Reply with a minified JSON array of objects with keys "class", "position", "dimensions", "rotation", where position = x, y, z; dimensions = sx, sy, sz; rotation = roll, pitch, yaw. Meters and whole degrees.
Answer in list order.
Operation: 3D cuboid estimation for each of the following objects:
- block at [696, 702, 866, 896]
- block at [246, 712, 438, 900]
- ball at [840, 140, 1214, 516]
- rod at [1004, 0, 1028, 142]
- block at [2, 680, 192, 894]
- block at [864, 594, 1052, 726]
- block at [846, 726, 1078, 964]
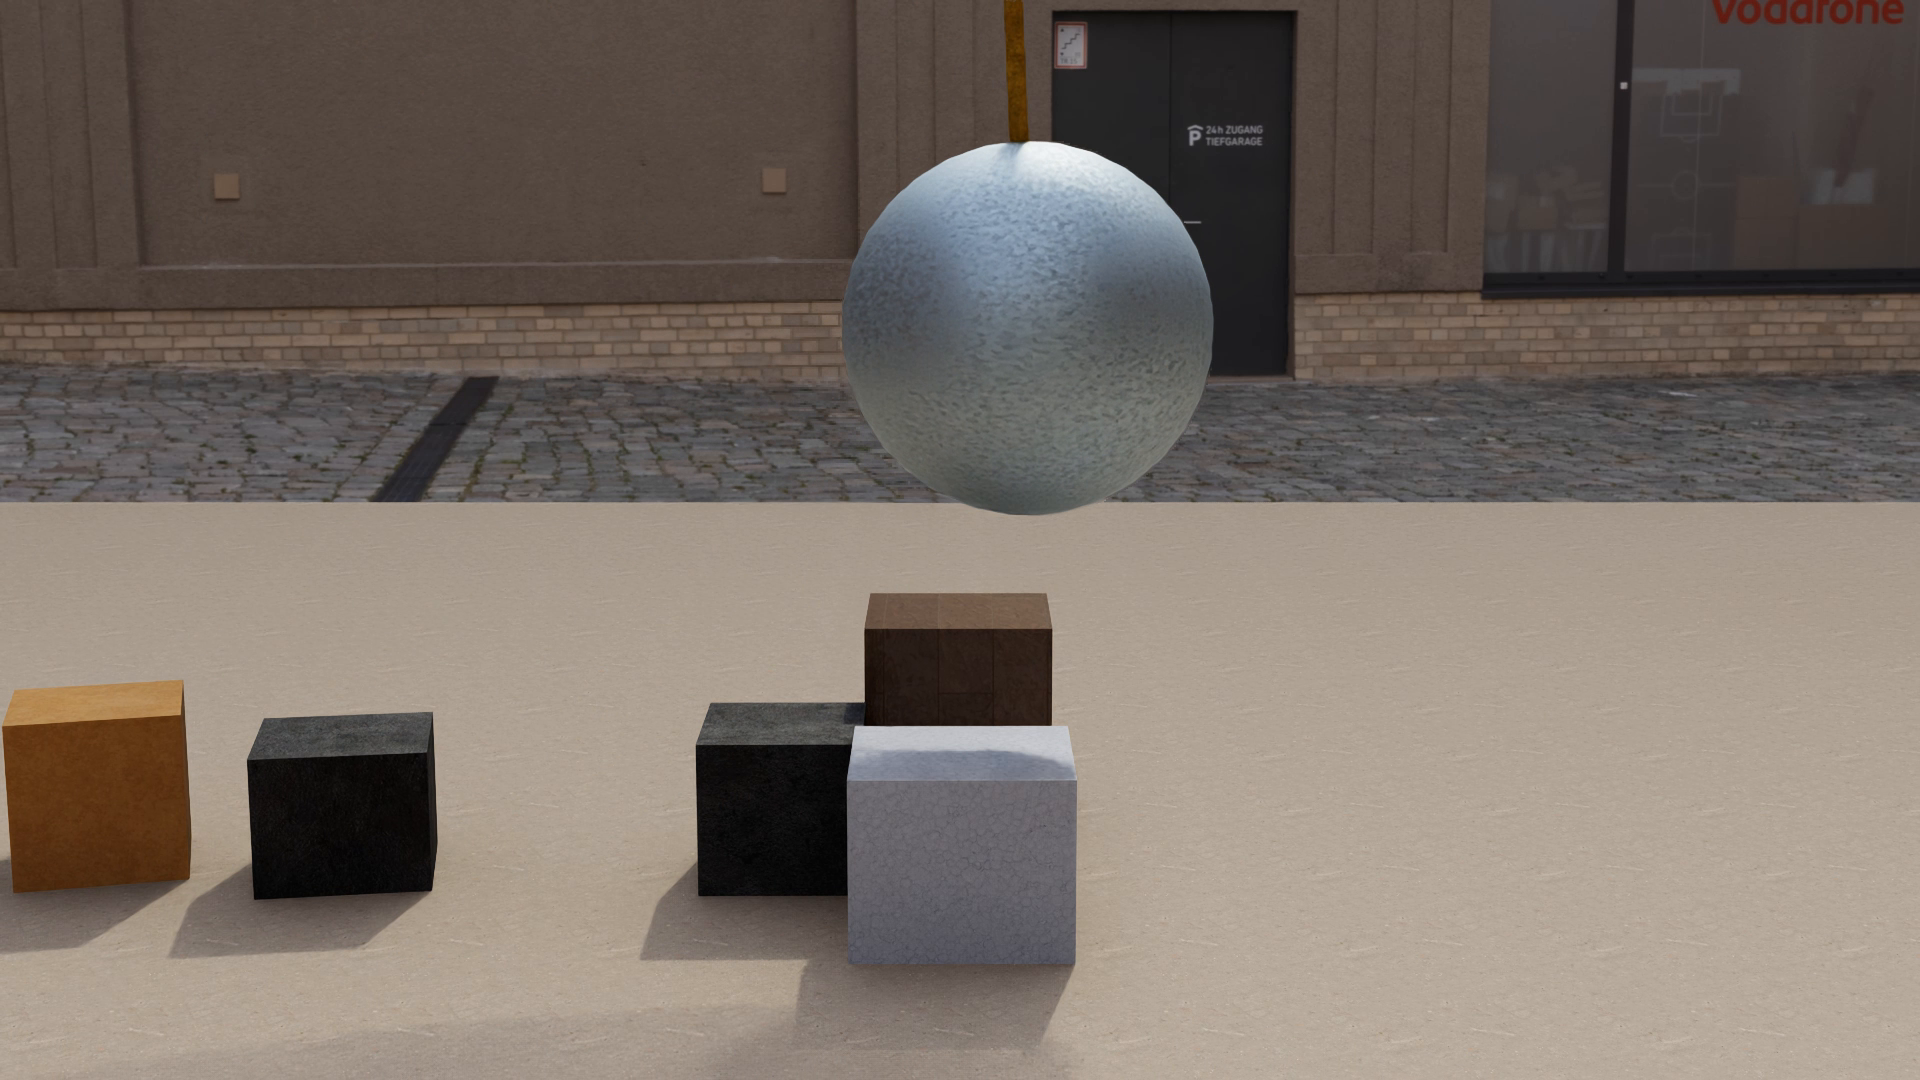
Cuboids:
[{"class":"block","position":[-0.780,1.141,11.407],"dimensions":[0.710,0.674,0.752],"rotation":[0,10,-1]},{"class":"block","position":[-2.728,1.168,11.403],"dimensions":[0.753,0.622,0.729],"rotation":[-2,10,-9]},{"class":"ball","position":[0.290,-0.905,11.016],"dimensions":[1.600,1.600,1.600],"rotation":[0,10,0]},{"class":"rod","position":[0.125,-4.246,10.408],"dimensions":[0.080,5.200,0.080],"rotation":[-3,10,0]},{"class":"block","position":[-3.848,1.089,11.491],"dimensions":[0.734,0.746,0.686],"rotation":[-3,11,-15]},{"class":"block","position":[-0.008,0.831,12.157],"dimensions":[0.857,1.016,0.813],"rotation":[0,10,0]},{"class":"block","position":[0.007,1.244,10.600],"dimensions":[0.908,0.759,0.853],"rotation":[0,10,0]}]
